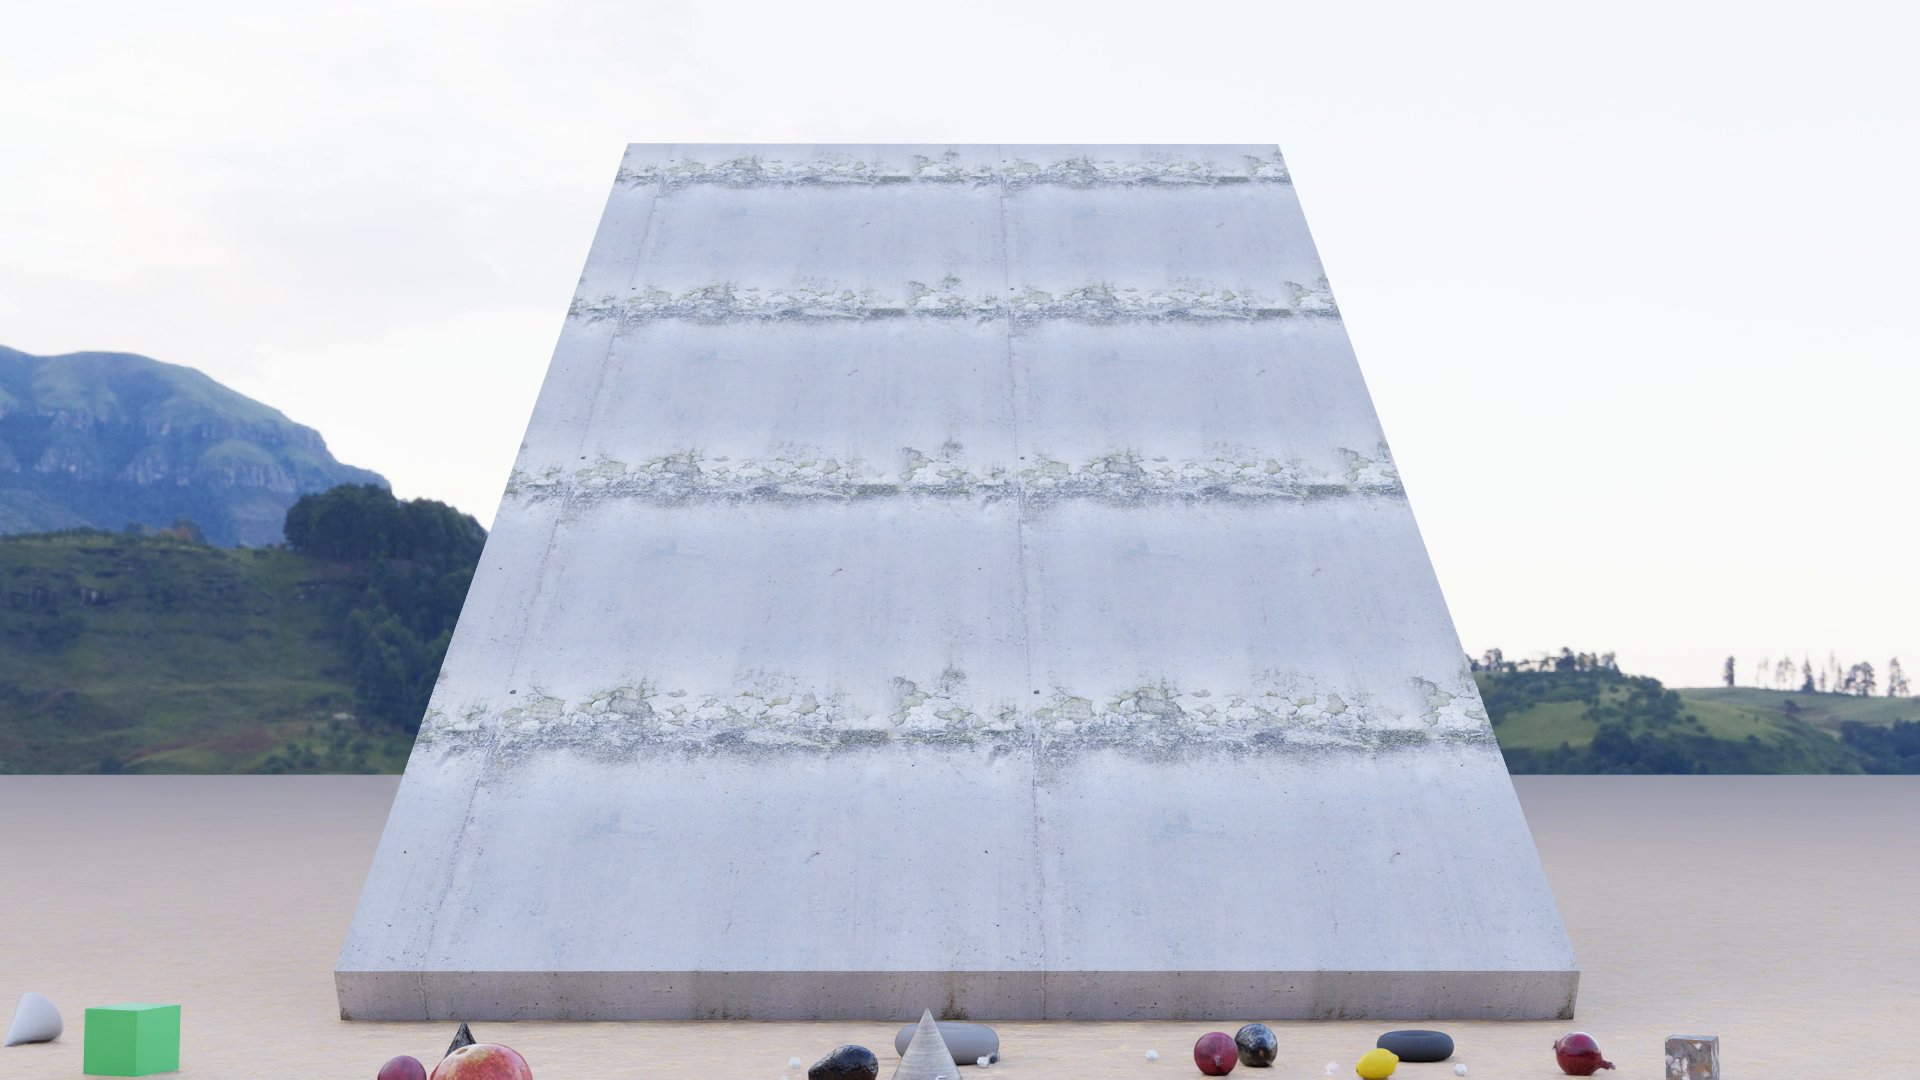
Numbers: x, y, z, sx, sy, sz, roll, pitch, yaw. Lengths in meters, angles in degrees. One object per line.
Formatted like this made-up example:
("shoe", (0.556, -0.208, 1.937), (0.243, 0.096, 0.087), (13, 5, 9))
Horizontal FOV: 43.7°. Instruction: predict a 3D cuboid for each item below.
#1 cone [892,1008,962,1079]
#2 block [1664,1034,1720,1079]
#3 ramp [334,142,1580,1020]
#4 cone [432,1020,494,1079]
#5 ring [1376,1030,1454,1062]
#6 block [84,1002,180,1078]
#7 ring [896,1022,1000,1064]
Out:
("cone", (-0.043, 0.658, 3.121), (0.096, 0.096, 0.096), (0, -5, 0))
("block", (0.952, 0.676, 3.110), (0.058, 0.058, 0.058), (-3, -6, 26))
("ramp", (-0.012, -0.220, 5.620), (2.000, 0.100, 4.000), (0, 29, 0))
("cone", (-0.644, 0.663, 3.105), (0.083, 0.083, 0.083), (0, -5, 0))
("ring", (0.640, 0.711, 3.365), (0.108, 0.036, 0.108), (-1, -5, 0))
("block", (-1.115, 0.672, 3.224), (0.087, 0.087, 0.087), (-2, -6, 21))
("ring", (-0.018, 0.703, 3.345), (0.146, 0.049, 0.146), (1, -6, 0))
